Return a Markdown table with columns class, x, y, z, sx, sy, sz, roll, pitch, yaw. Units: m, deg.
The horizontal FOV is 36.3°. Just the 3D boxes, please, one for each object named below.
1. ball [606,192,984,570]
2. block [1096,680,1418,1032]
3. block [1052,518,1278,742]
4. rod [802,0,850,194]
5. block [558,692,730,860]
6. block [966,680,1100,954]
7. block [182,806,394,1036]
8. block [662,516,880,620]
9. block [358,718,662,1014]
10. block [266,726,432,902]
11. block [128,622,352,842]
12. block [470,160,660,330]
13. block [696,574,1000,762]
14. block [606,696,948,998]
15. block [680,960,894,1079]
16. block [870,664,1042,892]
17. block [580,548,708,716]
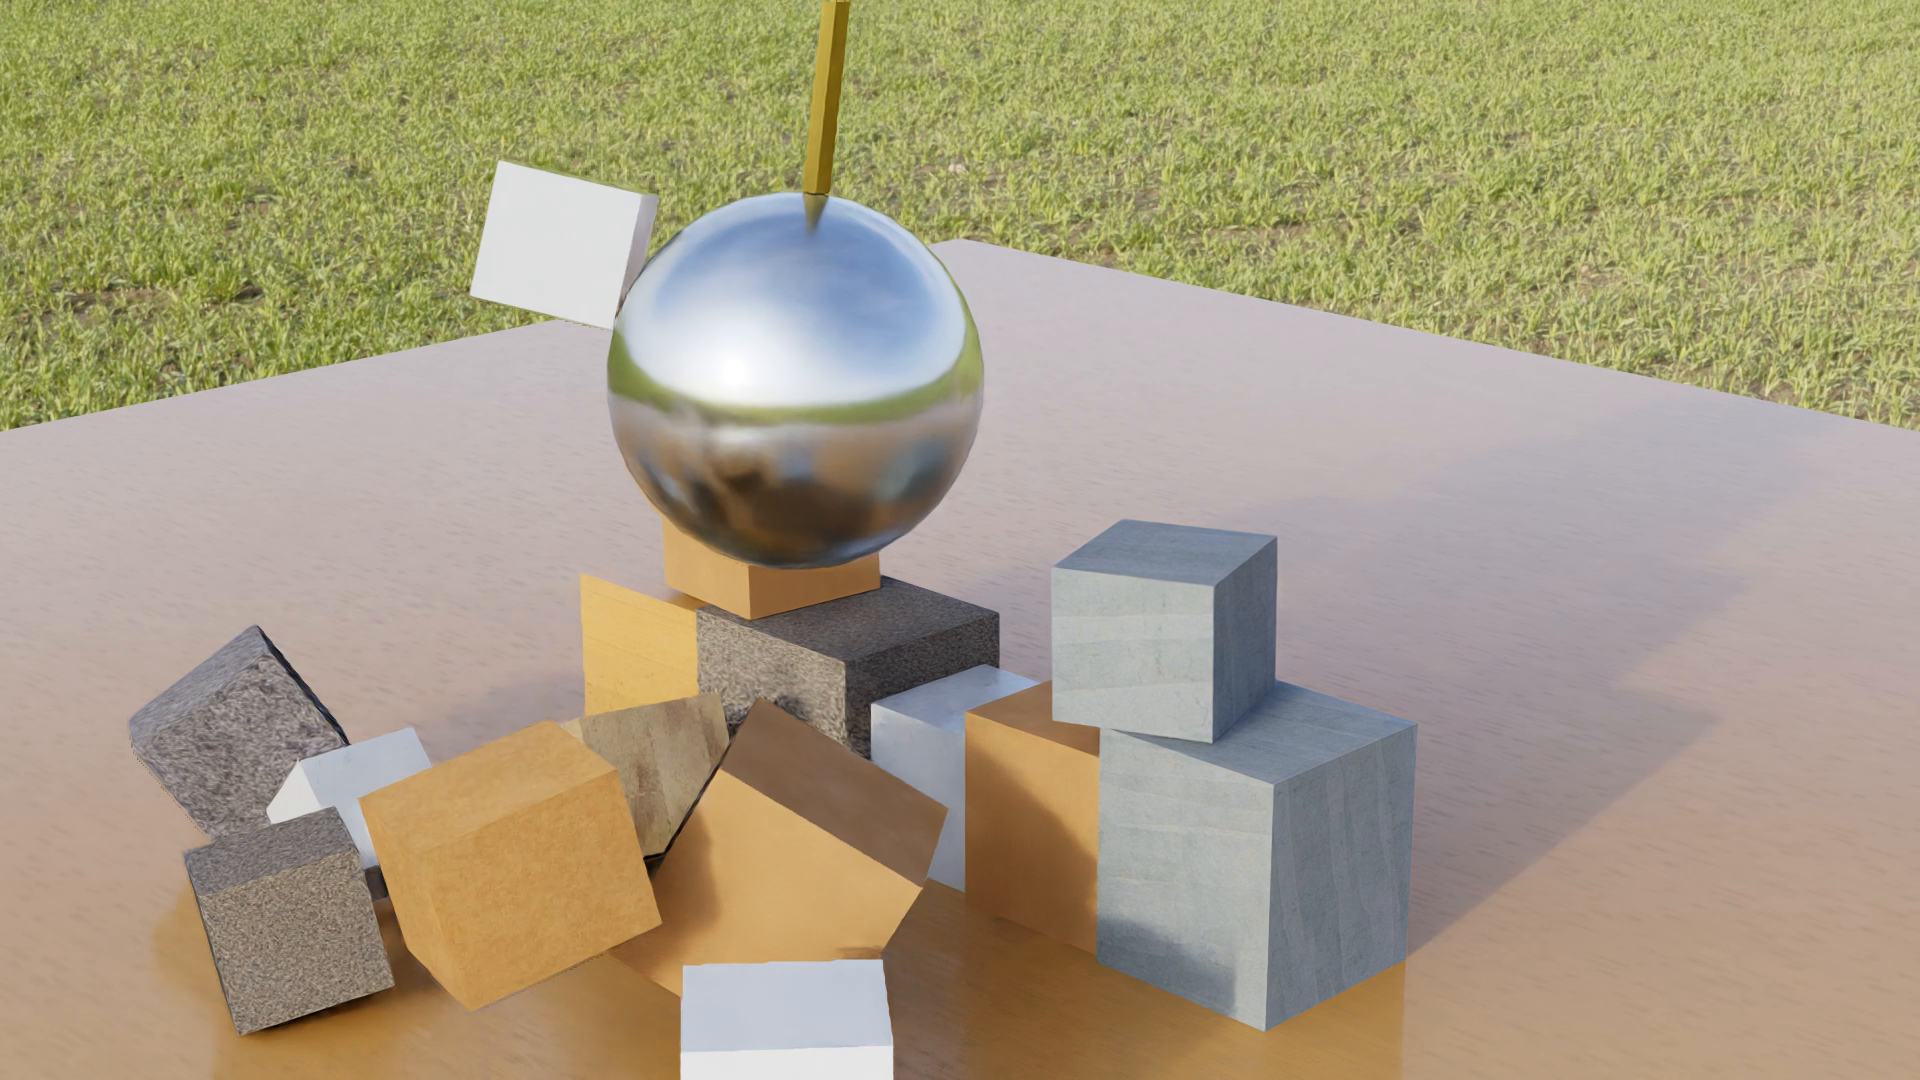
| class | x | y | z | sx | sy | sz | roll | pitch | yaw |
| --- | --- | --- | --- | --- | --- | --- | --- | --- | --- |
| ball | -0.694 | -0.670 | 12.403 | 1.600 | 1.600 | 1.600 | 0 | 17 | 0 |
| block | 1.252 | 1.290 | 12.432 | 0.928 | 1.085 | 0.957 | 17 | 24 | 42 |
| block | 0.873 | 0.370 | 12.420 | 0.713 | 0.672 | 0.793 | 7 | 18 | 24 |
| rod | -0.301 | -3.988 | 11.773 | 0.080 | 5.200 | 0.080 | 17 | 15 | 42 |
| block | -1.485 | 1.115 | 13.226 | 0.690 | 0.651 | 0.764 | -9 | -7 | -31 |
| block | 0.626 | 1.182 | 13.057 | 0.831 | 0.915 | 0.877 | 16 | 24 | 42 |
| block | -2.772 | 1.562 | 12.093 | 0.649 | 0.624 | 0.576 | -17 | 18 | -17 |
| block | -0.923 | -0.096 | 14.250 | 0.767 | 0.675 | 0.736 | -14 | 21 | -36 |
| block | -1.720 | 1.227 | 11.202 | 0.808 | 0.674 | 0.698 | -23 | 23 | -23 |
| block | -2.646 | 1.259 | 13.051 | 0.572 | 0.562 | 0.503 | -17 | -20 | -38 |
| block | -3.353 | 0.927 | 13.685 | 0.742 | 0.661 | 0.629 | -38 | 19 | -9 |
| block | -1.695 | -1.274 | 12.637 | 0.619 | 0.580 | 0.592 | 13 | 7 | 0 |
| block | -0.538 | 0.806 | 14.141 | 0.994 | 0.982 | 1.061 | -16 | 24 | -42 |
| block | -0.722 | 1.372 | 11.851 | 0.914 | 0.941 | 0.800 | 31 | 19 | -3 |
| block | -0.618 | 2.007 | 10.452 | 0.726 | 0.764 | 0.744 | -1 | 15 | -4 |
| block | 0.086 | 1.098 | 13.591 | 0.741 | 0.756 | 0.659 | -17 | 24 | -42 |
| block | -1.247 | 0.611 | 14.835 | 0.917 | 0.939 | 0.949 | -17 | 24 | -42 |
